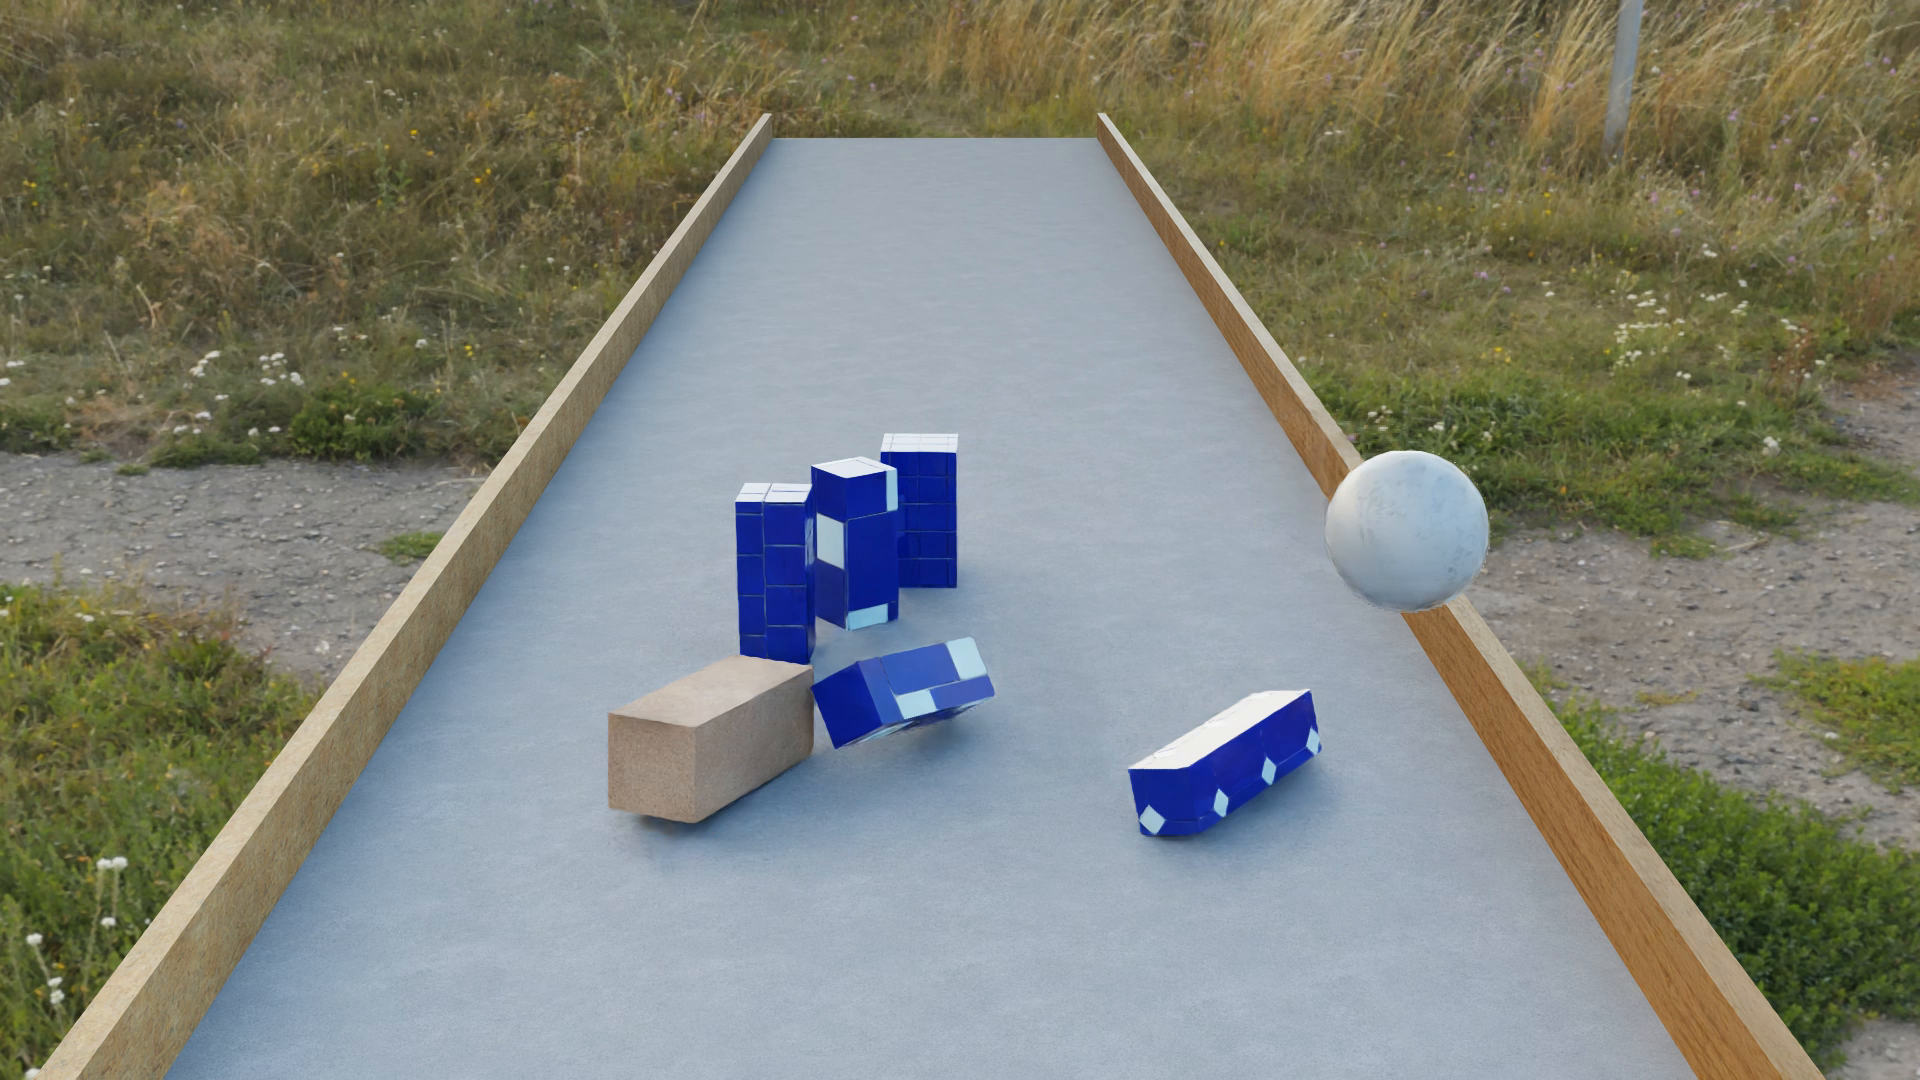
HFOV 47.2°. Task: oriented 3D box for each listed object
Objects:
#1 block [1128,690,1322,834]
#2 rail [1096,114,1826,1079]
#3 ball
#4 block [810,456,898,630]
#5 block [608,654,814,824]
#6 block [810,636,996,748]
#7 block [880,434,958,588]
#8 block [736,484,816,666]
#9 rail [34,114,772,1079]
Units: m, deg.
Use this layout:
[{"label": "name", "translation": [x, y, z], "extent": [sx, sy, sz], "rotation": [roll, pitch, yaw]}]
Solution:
[{"label": "block", "translation": [0.456, 0.372, 3.730], "extent": [0.111, 0.111, 0.438], "rotation": [-6, 10, 37]}, {"label": "rail", "translation": [0.932, -0.844, 7.801], "extent": [0.050, 0.150, 12.000], "rotation": [0, 17, -1]}, {"label": "ball", "translation": [0.793, -0.017, 3.908], "extent": [0.286, 0.286, 0.286], "rotation": [0, 17, 0]}, {"label": "block", "translation": [-0.221, 0.006, 4.630], "extent": [0.129, 0.329, 0.129], "rotation": [-12, 20, -35]}, {"label": "block", "translation": [-0.419, 0.333, 3.765], "extent": [0.163, 0.163, 0.416], "rotation": [7, 14, 23]}, {"label": "block", "translation": [-0.097, 0.271, 3.943], "extent": [0.118, 0.118, 0.345], "rotation": [-29, -12, 34]}, {"label": "block", "translation": [-0.089, -0.066, 4.906], "extent": [0.165, 0.310, 0.165], "rotation": [0, 17, 1]}, {"label": "block", "translation": [-0.367, 0.069, 4.397], "extent": [0.136, 0.340, 0.136], "rotation": [1, 17, 3]}, {"label": "rail", "translation": [-1.118, -0.838, 7.780], "extent": [0.050, 0.150, 12.000], "rotation": [0, 17, -1]}]
